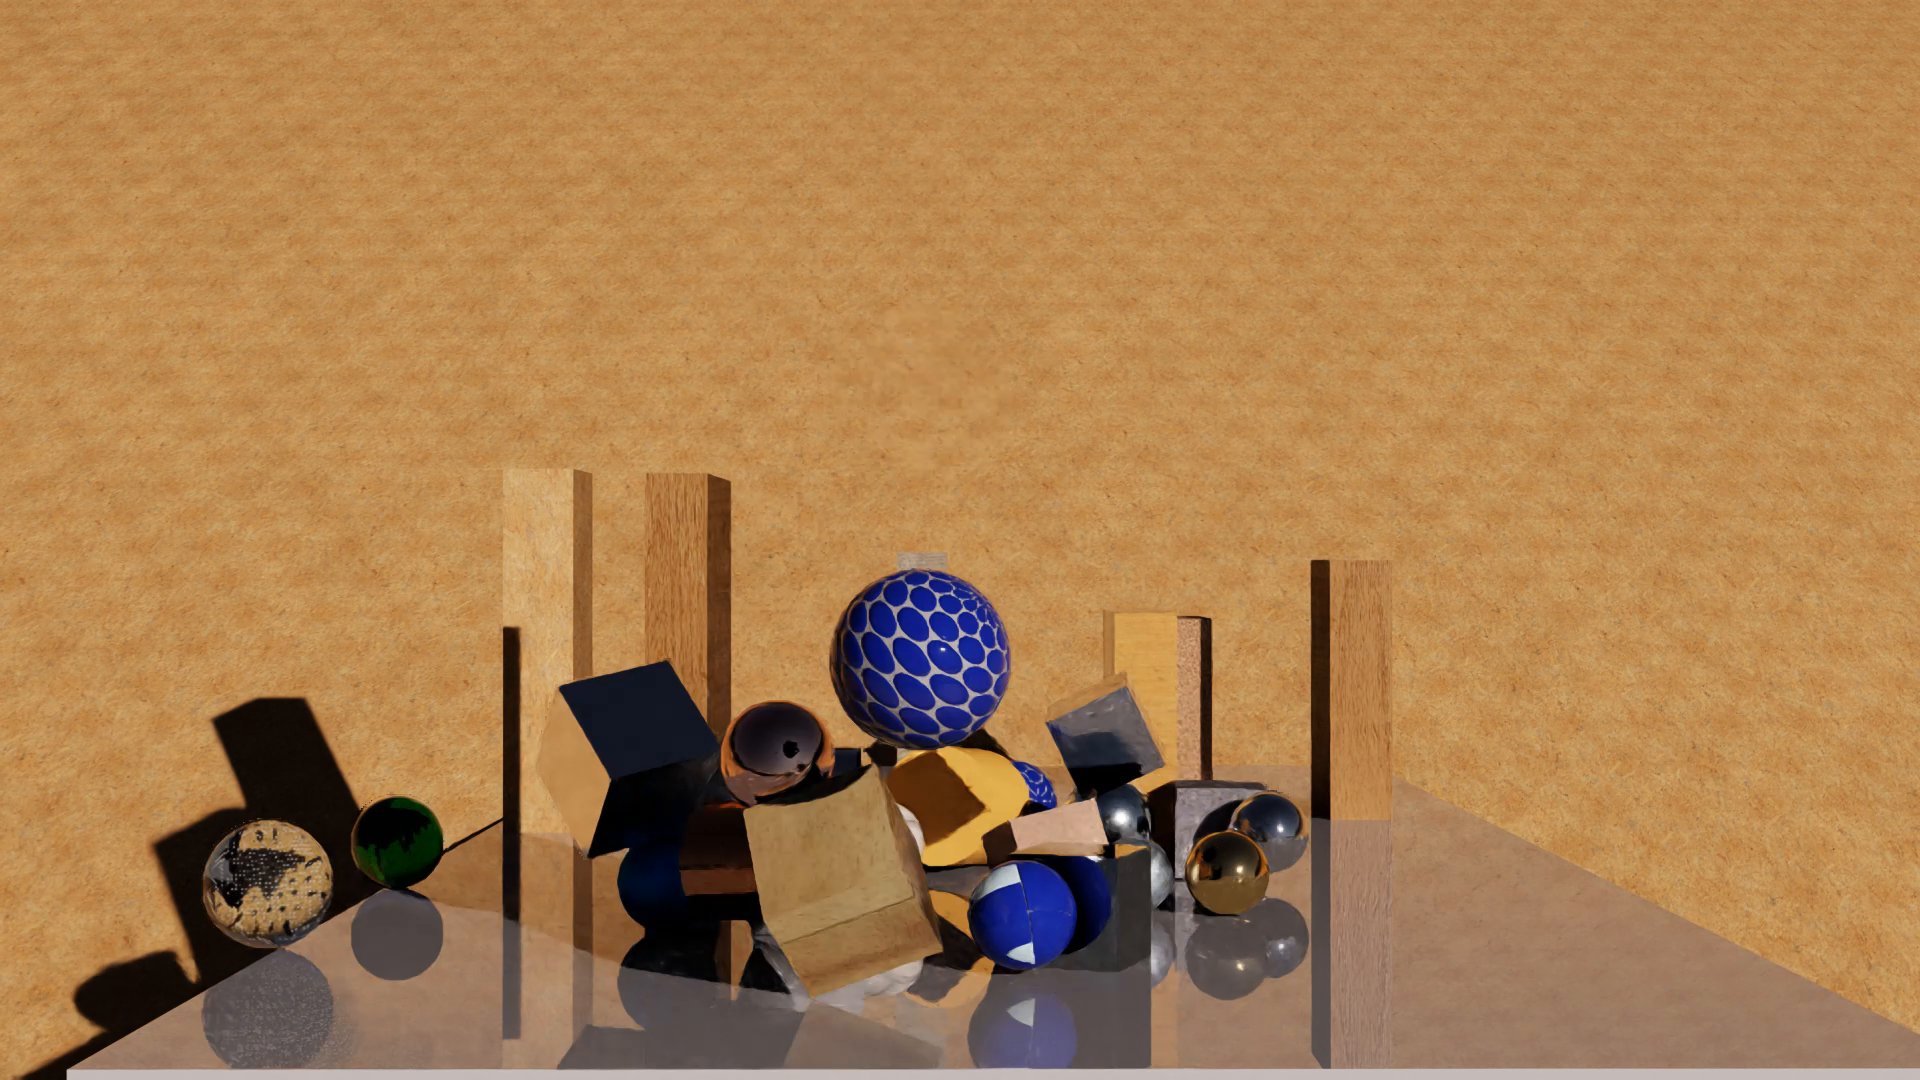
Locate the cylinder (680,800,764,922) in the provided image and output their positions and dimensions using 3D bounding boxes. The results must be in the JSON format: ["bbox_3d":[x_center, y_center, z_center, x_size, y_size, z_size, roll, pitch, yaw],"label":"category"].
[{"bbox_3d":[-0.257,0.420,3.399,0.158,0.158,0.158,-5,26,30],"label":"cylinder"}]

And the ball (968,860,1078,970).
[{"bbox_3d":[0.080,0.477,3.299,0.140,0.140,0.140,0,31,0],"label":"ball"}]

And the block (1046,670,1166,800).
[{"bbox_3d":[0.213,0.286,3.788,0.129,0.129,0.129,-25,5,6],"label":"block"}]

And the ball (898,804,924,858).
[{"bbox_3d":[-0.121,0.473,4.053,0.130,0.130,0.130,0,31,0],"label":"ball"}]

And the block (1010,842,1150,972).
[{"bbox_3d":[0.160,0.483,3.422,0.147,0.147,0.147,0,0,21],"label":"block"}]

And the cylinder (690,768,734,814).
[{"bbox_3d":[-0.290,0.355,3.568,0.118,0.118,0.118,37,13,-10],"label":"cylinder"}]

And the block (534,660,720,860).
[{"bbox_3d":[-0.466,0.307,3.632,0.174,0.174,0.174,-12,51,-33],"label":"block"}]

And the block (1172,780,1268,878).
[{"bbox_3d":[0.435,0.487,4.362,0.150,0.150,0.150,1,0,2],"label":"block"}]

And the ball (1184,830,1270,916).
[{"bbox_3d":[0.398,0.497,3.865,0.126,0.126,0.126,0,31,0],"label":"ball"}]

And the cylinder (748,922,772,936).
[{"bbox_3d":[-0.221,0.475,3.632,0.138,0.138,0.138,-12,28,18],"label":"cylinder"}]

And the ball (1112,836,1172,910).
[{"bbox_3d":[0.260,0.501,3.873,0.117,0.117,0.117,0,31,0],"label":"ball"}]

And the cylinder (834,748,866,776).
[{"bbox_3d":[-0.280,0.466,4.729,0.186,0.186,0.186,9,32,2],"label":"cylinder"}]

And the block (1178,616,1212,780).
[{"bbox_3d":[0.500,0.375,5.830,0.106,0.401,0.294,0,0,0],"label":"block"}]

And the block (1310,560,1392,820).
[{"bbox_3d":[0.819,0.307,5.432,0.127,0.530,0.288,0,0,0],"label":"block"}]

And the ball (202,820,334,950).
[{"bbox_3d":[-0.945,0.471,3.538,0.175,0.175,0.175,0,31,0],"label":"ball"}]

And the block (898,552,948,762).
[{"bbox_3d":[-0.073,0.298,5.146,0.094,0.545,0.355,0,0,0],"label":"block"}]

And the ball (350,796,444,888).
[{"bbox_3d":[-0.909,0.488,4.186,0.149,0.149,0.149,0,31,0],"label":"ball"}]

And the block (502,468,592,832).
[{"bbox_3d":[-0.822,0.217,5.179,0.137,0.708,0.267,0,0,0],"label":"block"}]

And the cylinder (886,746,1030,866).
[{"bbox_3d":[-0.005,0.454,4.417,0.201,0.201,0.201,13,-2,20],"label":"cylinder"}]

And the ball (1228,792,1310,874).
[{"bbox_3d":[0.502,0.477,4.218,0.132,0.132,0.132,0,31,0],"label":"ball"}]

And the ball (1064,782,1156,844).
[{"bbox_3d":[0.245,0.469,4.293,0.156,0.156,0.156,0,31,0],"label":"ball"}]

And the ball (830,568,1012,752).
[{"bbox_3d":[-0.044,0.132,2.863,0.202,0.202,0.202,0,31,0],"label":"ball"}]

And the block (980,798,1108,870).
[{"bbox_3d":[0.130,0.463,3.724,0.134,0.134,0.134,-12,-12,-21],"label":"block"}]

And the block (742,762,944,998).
[{"bbox_3d":[-0.141,0.411,3.128,0.171,0.171,0.171,-20,45,4],"label":"block"}]

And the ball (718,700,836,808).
[{"bbox_3d":[-0.225,0.269,3.193,0.145,0.145,0.145,0,31,0],"label":"ball"}]

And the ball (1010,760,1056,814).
[{"bbox_3d":[0.095,0.466,4.581,0.151,0.151,0.151,0,31,0],"label":"ball"}]

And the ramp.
[{"bbox_3d":[0.070,0.616,4.694,2.000,0.100,4.000,0,0,0],"label":"ramp"}]

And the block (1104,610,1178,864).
[{"bbox_3d":[0.319,0.346,4.609,0.107,0.439,0.333,0,0,0],"label":"block"}]

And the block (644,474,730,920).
[{"bbox_3d":[-0.419,0.232,4.014,0.093,0.658,0.394,0,0,0],"label":"block"}]

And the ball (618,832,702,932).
[{"bbox_3d":[-0.416,0.487,3.694,0.144,0.144,0.144,0,31,0],"label":"ball"}]
